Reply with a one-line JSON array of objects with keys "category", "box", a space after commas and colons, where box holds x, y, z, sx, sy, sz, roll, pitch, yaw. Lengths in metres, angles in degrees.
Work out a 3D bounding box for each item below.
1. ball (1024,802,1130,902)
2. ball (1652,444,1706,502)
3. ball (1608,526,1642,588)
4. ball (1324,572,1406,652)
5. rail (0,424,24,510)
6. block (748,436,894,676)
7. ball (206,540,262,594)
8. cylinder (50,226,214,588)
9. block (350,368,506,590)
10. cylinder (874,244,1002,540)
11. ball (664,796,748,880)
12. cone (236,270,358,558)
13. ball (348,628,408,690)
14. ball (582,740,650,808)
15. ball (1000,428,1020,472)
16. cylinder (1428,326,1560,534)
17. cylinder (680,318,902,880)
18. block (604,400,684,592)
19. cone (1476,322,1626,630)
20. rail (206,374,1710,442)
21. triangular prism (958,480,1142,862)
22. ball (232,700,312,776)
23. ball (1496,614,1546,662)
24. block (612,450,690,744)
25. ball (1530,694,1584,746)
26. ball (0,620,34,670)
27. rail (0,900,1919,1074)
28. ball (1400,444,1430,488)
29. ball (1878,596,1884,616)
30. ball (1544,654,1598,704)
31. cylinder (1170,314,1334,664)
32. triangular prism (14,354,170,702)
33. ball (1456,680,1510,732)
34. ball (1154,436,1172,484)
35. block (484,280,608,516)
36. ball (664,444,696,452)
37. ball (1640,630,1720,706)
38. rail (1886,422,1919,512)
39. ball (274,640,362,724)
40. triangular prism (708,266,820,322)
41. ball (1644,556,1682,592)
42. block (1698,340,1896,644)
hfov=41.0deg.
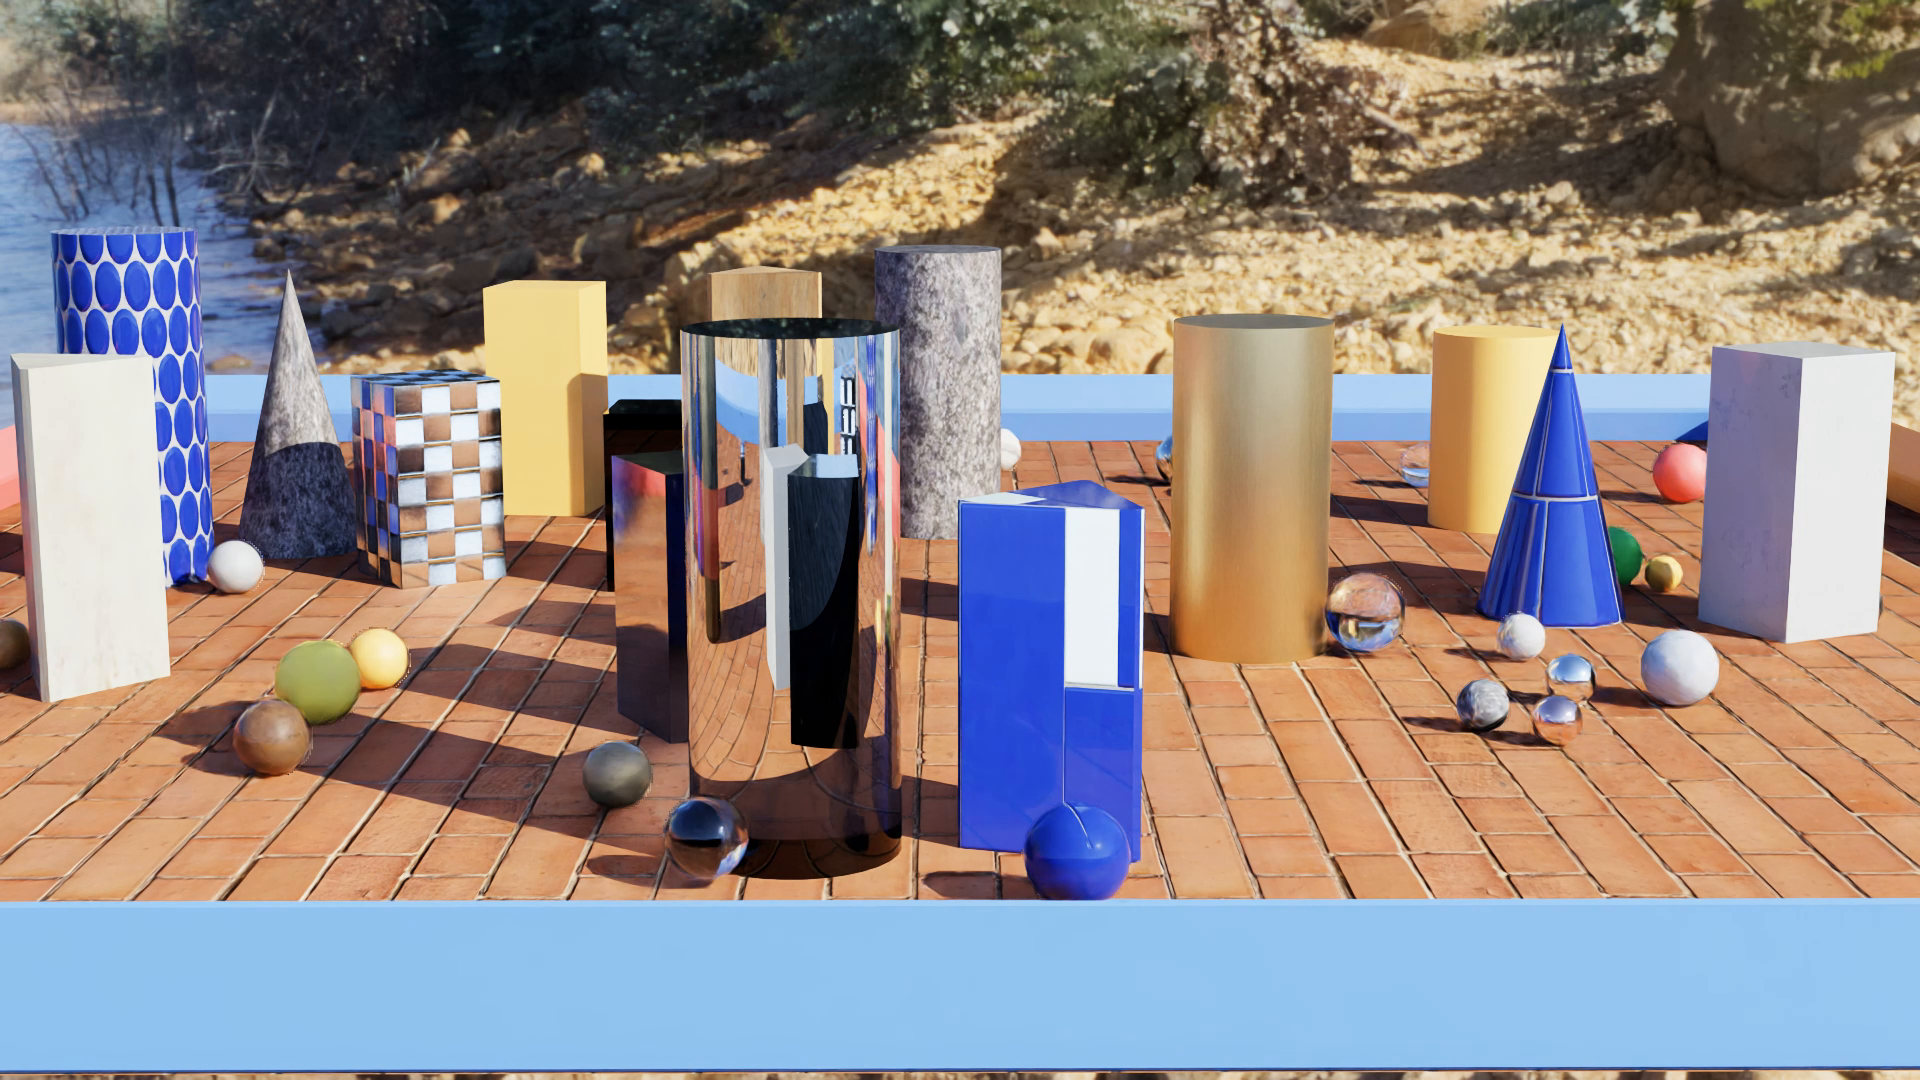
[{"category": "ball", "box": [0.102, 0.276, 2.240, 0.094, 0.094, 0.094, 0, 10, 0]}, {"category": "ball", "box": [1.220, -0.113, 4.329, 0.099, 0.099, 0.099, 0, 10, 0]}, {"category": "ball", "box": [0.915, 0.026, 3.610, 0.088, 0.088, 0.088, 0, 10, 0]}, {"category": "ball", "box": [0.506, 0.091, 3.204, 0.100, 0.100, 0.100, 0, 10, 0]}, {"category": "rail", "box": [-1.564, 0.035, 3.440, 0.045, 0.129, 3.217, 0, 10, 0]}, {"category": "block", "box": [-0.184, 0.016, 3.176, 0.159, 0.265, 0.159, 3, 11, 18]}, {"category": "ball", "box": [-1.012, 0.038, 3.580, 0.075, 0.075, 0.075, 0, 10, 0]}, {"category": "cylinder", "box": [-1.178, -0.192, 3.659, 0.199, 0.497, 0.199, 0, 10, 0]}, {"category": "block", "box": [-0.766, -0.091, 3.694, 0.159, 0.287, 0.159, -7, 13, -35]}, {"category": "cylinder", "box": [-0.035, -0.237, 4.049, 0.199, 0.444, 0.199, 0, 10, 0]}, {"category": "ball", "box": [-0.227, 0.267, 2.300, 0.076, 0.076, 0.076, 0, 10, 0]}, {"category": "cone", "box": [-1.010, -0.199, 3.896, 0.199, 0.426, 0.199, 0, 10, 0]}, {"category": "ball", "box": [-0.688, 0.141, 3.031, 0.072, 0.072, 0.072, 0, 10, 0]}, {"category": "ball", "box": [-0.341, 0.233, 2.546, 0.067, 0.067, 0.067, 0, 10, 0]}, {"category": "ball", "box": [0.070, -0.164, 4.654, 0.081, 0.081, 0.081, 0, 10, 0]}, {"category": "cylinder", "box": [0.855, -0.180, 4.112, 0.199, 0.309, 0.199, 0, 10, 0]}, {"category": "cylinder", "box": [-0.154, 0.049, 2.377, 0.199, 0.491, 0.199, 0, 10, 0]}, {"category": "block", "box": [-0.413, -0.065, 3.650, 0.159, 0.252, 0.159, 0, 10, 1]}, {"category": "cone", "box": [0.795, -0.095, 3.421, 0.199, 0.394, 0.199, 0, 10, 0]}, {"category": "rail", "box": [-0.009, -0.255, 5.007, 3.176, 0.129, 0.045, 0, 10, 0]}, {"category": "triangular prism", "box": [0.102, 0.118, 2.440, 0.172, 0.332, 0.149, 3, 11, 16]}, {"category": "ball", "box": [-0.715, 0.205, 2.667, 0.079, 0.079, 0.079, 0, 10, 0]}, {"category": "ball", "box": [0.695, 0.120, 3.176, 0.059, 0.059, 0.059, 0, 10, 0]}, {"category": "block", "box": [-0.282, 0.057, 2.869, 0.159, 0.296, 0.159, -6, 12, -28]}, {"category": "ball", "box": [0.648, 0.195, 2.783, 0.055, 0.055, 0.055, 0, 10, 0]}, {"category": "ball", "box": [-1.163, 0.127, 3.131, 0.062, 0.062, 0.062, 0, 10, 0]}, {"category": "rail", "box": [0.009, 0.321, 1.891, 3.176, 0.129, 0.045, 0, 10, 0]}, {"category": "ball", "box": [0.807, -0.130, 4.480, 0.077, 0.077, 0.077, 0, 10, 0]}, {"category": "ball", "box": [1.196, 0.086, 3.392, 0.048, 0.048, 0.048, 0, 10, 0]}, {"category": "ball", "box": [0.704, 0.161, 2.956, 0.060, 0.060, 0.060, 0, 10, 0]}, {"category": "cylinder", "box": [0.365, -0.069, 3.224, 0.199, 0.414, 0.199, 0, 10, 0]}, {"category": "triangular prism", "box": [-1.068, -0.023, 3.050, 0.149, 0.388, 0.172, 8, 13, 36]}, {"category": "ball", "box": [0.579, 0.183, 2.841, 0.058, 0.058, 0.058, 0, 10, 0]}, {"category": "ball", "box": [0.388, -0.141, 4.506, 0.090, 0.090, 0.090, 0, 10, 0]}, {"category": "block", "box": [-0.682, -0.237, 4.253, 0.159, 0.371, 0.159, 1, 11, 8]}, {"category": "ball", "box": [-0.476, -0.117, 4.373, 0.091, 0.091, 0.091, 0, 10, 0]}, {"category": "ball", "box": [0.828, 0.147, 2.952, 0.088, 0.088, 0.088, 0, 10, 0]}, {"category": "rail", "box": [1.564, 0.032, 3.458, 0.045, 0.129, 3.217, 0, 10, 0]}, {"category": "ball", "box": [-0.718, 0.159, 2.869, 0.095, 0.095, 0.095, 0, 10, 0]}, {"category": "triangular prism", "box": [-0.313, -0.224, 4.071, 0.172, 0.410, 0.149, -2, 11, -8]}, {"category": "ball", "box": [0.986, 0.047, 3.596, 0.051, 0.051, 0.051, 0, 10, 0]}, {"category": "block", "box": [1.088, -0.067, 3.346, 0.159, 0.365, 0.159, -5, 12, -27]}]
